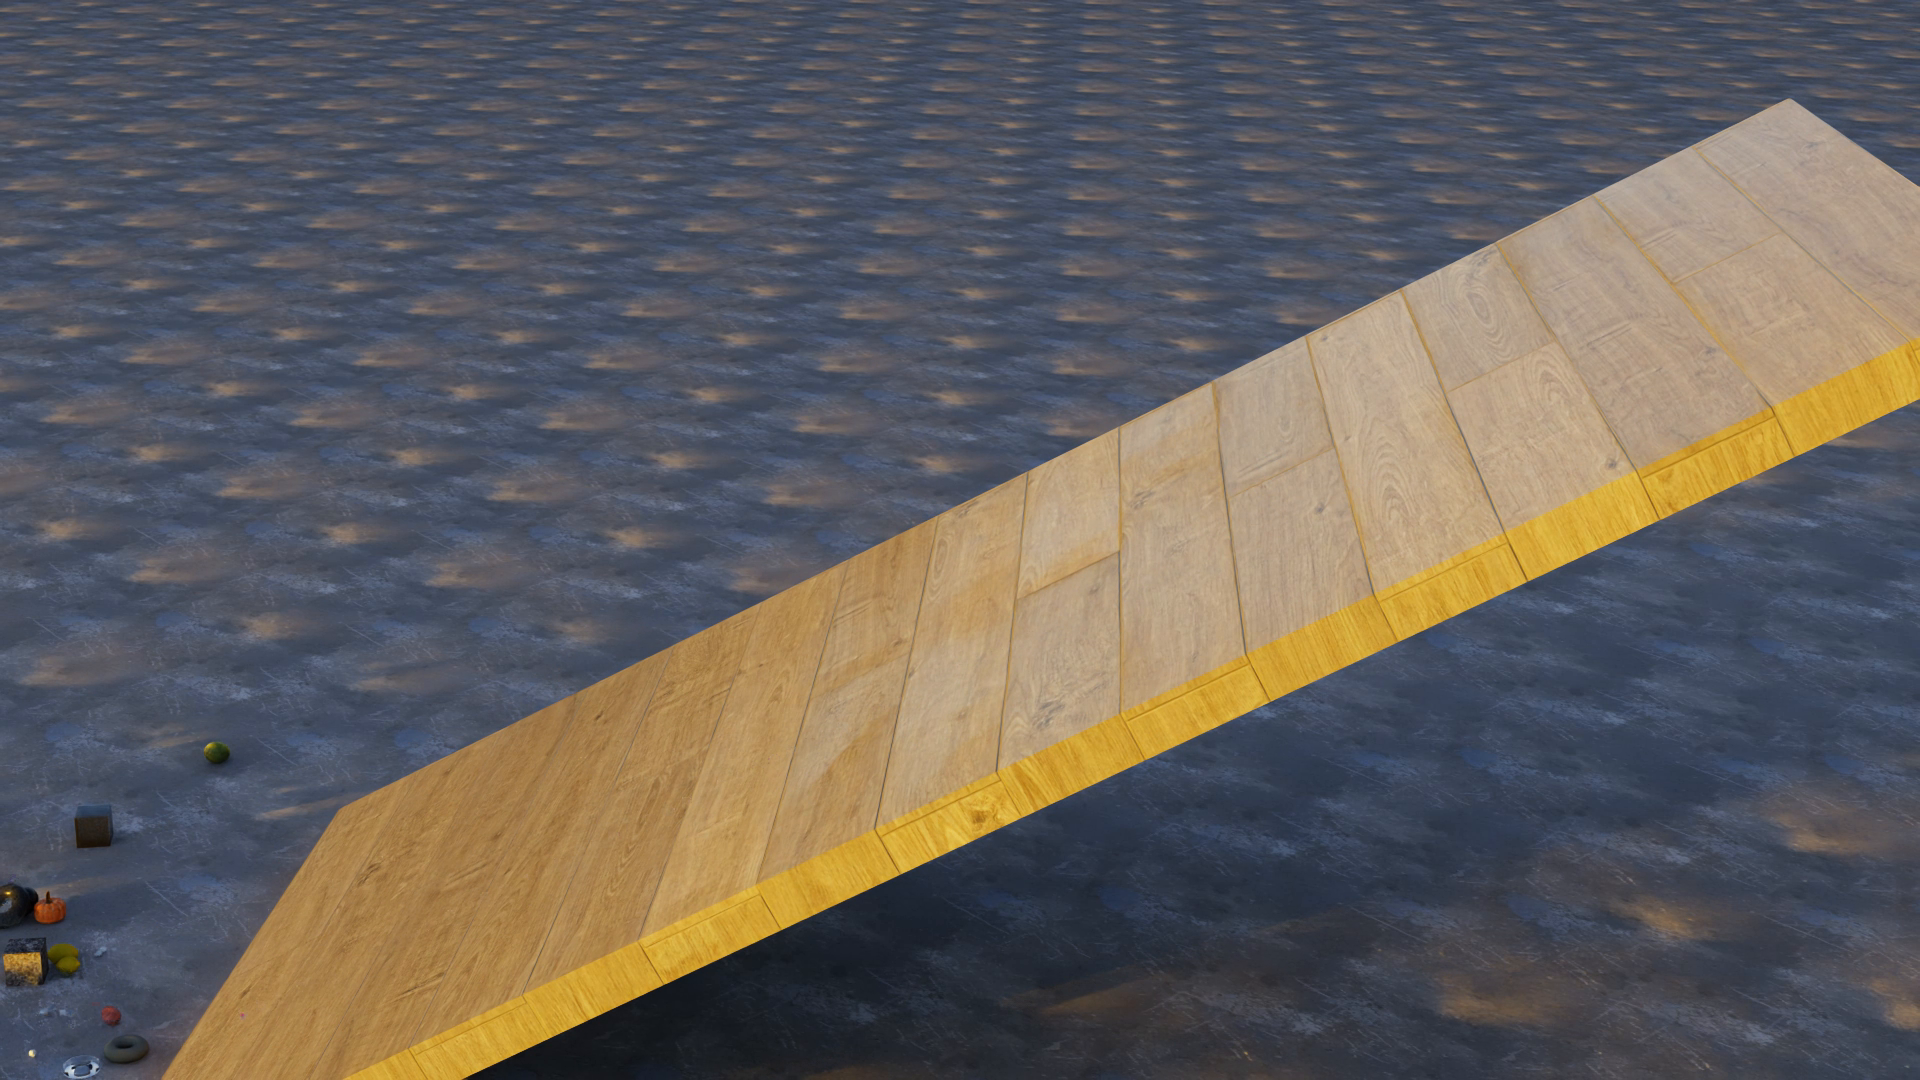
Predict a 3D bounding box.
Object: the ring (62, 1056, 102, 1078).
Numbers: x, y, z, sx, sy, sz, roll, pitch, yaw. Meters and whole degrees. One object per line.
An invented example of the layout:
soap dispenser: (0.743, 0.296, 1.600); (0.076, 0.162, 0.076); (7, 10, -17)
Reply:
ring: (-1.906, 1.143, 6.380); (0.083, 0.028, 0.083); (-1, 16, 0)

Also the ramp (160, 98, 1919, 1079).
ramp: (0.140, 0.167, 6.281); (4.000, 0.100, 2.000); (-26, 14, 10)

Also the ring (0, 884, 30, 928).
ring: (-2.308, 0.887, 7.120); (0.118, 0.039, 0.118); (-8, 53, 11)

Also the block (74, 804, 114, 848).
block: (-2.236, 0.739, 7.595); (0.082, 0.082, 0.082); (-3, 17, -9)

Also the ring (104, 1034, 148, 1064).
ring: (-1.830, 1.117, 6.455); (0.097, 0.032, 0.097); (0, 18, 0)

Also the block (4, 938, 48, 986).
block: (-2.165, 0.978, 6.820); (0.082, 0.082, 0.082); (-2, 17, -7)
